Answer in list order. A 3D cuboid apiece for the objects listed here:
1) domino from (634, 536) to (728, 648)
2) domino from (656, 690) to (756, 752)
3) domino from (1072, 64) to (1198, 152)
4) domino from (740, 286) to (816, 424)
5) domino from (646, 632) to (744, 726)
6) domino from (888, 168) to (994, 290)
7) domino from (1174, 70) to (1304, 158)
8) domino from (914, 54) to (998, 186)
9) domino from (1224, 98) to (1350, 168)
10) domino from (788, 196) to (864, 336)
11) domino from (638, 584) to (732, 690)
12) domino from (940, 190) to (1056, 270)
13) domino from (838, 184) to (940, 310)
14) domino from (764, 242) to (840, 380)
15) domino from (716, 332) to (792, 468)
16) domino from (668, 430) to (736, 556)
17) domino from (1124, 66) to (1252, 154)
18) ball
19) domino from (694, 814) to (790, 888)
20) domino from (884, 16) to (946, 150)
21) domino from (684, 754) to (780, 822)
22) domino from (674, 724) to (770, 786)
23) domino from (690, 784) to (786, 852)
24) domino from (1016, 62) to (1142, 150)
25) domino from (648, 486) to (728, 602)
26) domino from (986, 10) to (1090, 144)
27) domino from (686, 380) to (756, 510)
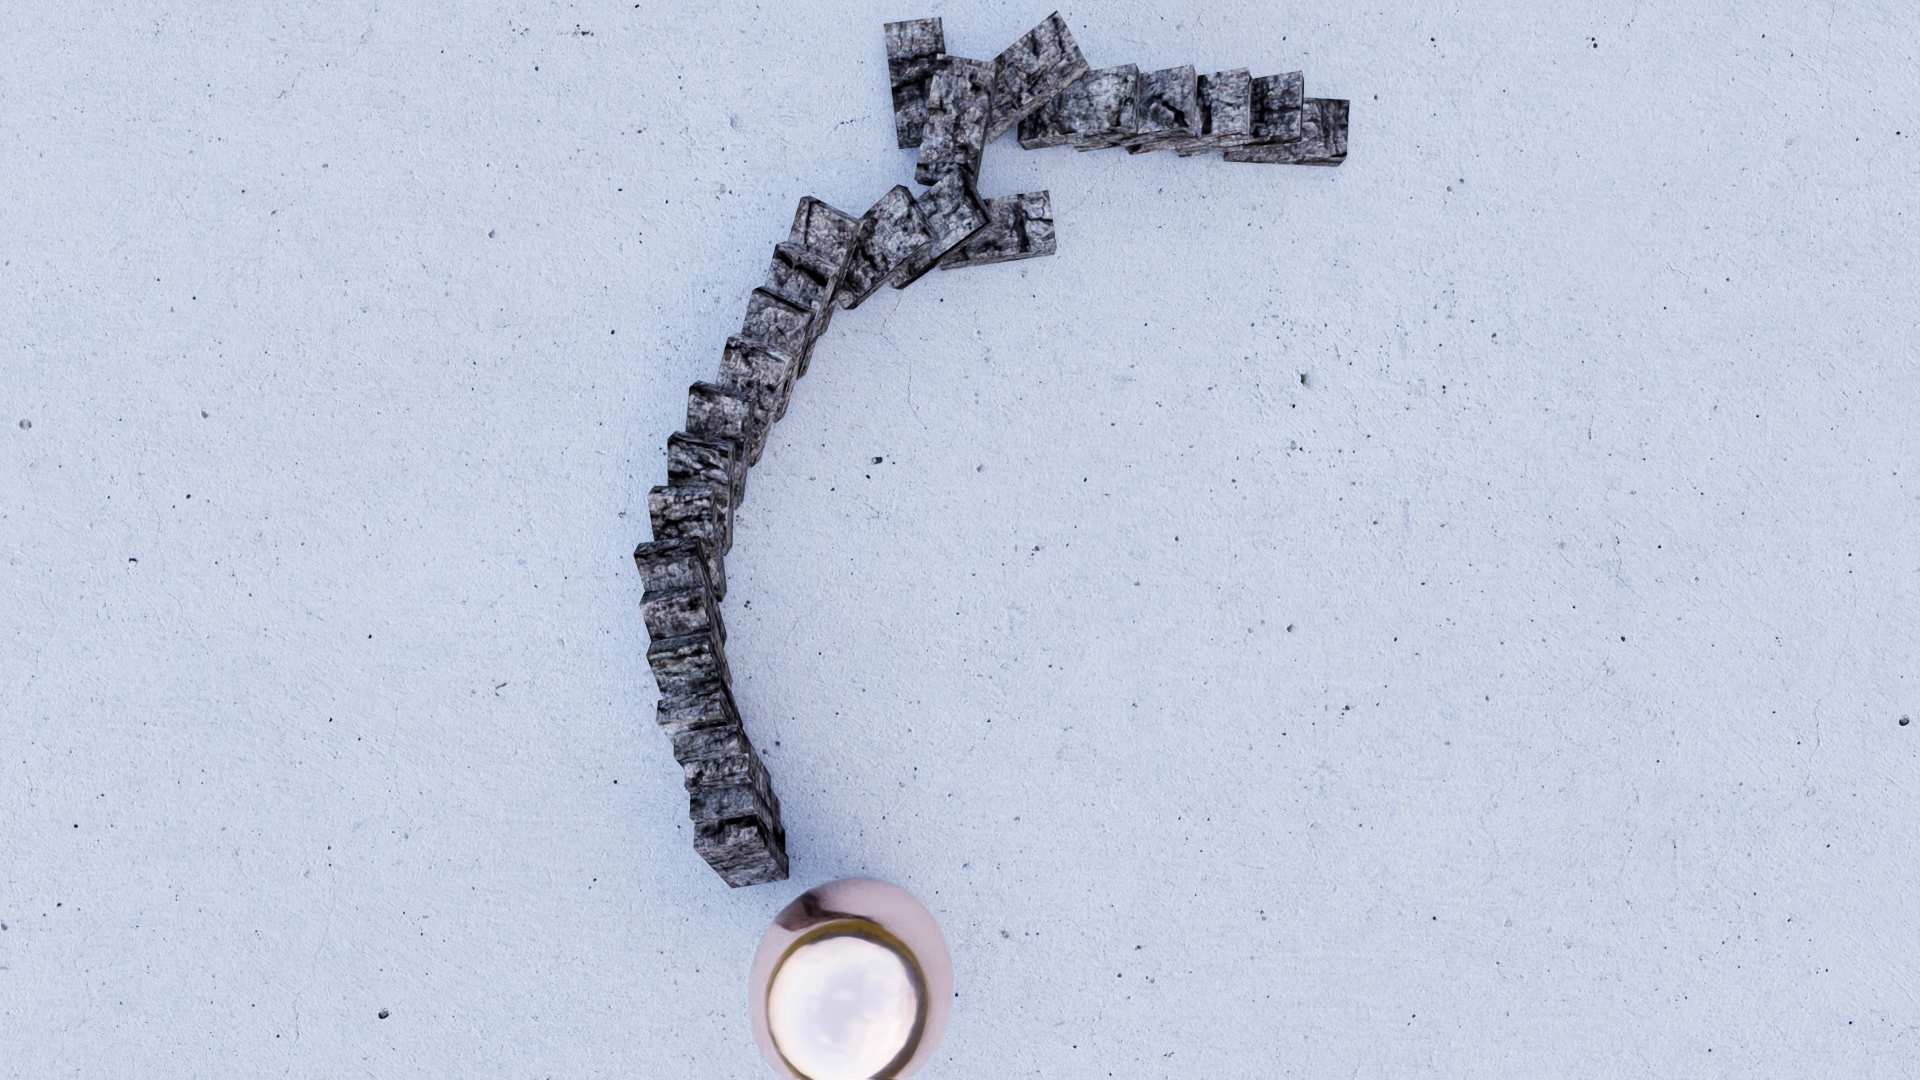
[{"bbox_3d":[-0.117,0.024,0.384,0.025,0.009,0.050,-7,118,0],"label":"domino"},{"bbox_3d":[-0.104,0.081,0.378,0.025,0.050,0.010,-10,49,0],"label":"domino"},{"bbox_3d":[0.073,-0.181,0.385,0.050,0.010,0.025,3,90,26],"label":"domino"},{"bbox_3d":[-0.080,-0.077,0.384,0.025,0.010,0.050,25,118,2],"label":"domino"},{"bbox_3d":[-0.110,0.063,0.384,0.025,0.009,0.050,-10,119,0],"label":"domino"},{"bbox_3d":[-0.013,-0.130,0.385,0.050,0.009,0.025,-28,89,25],"label":"domino"},{"bbox_3d":[0.117,-0.178,0.385,0.050,0.010,0.025,3,90,26],"label":"domino"},{"bbox_3d":[-0.001,-0.174,0.384,0.025,0.010,0.050,13,99,6],"label":"domino"},{"bbox_3d":[0.141,-0.176,0.395,0.050,0.010,0.025,3,90,0],"label":"domino"},{"bbox_3d":[-0.061,-0.114,0.383,0.025,0.009,0.050,27,118,3],"label":"domino"},{"bbox_3d":[-0.114,0.044,0.384,0.025,0.009,0.050,-7,118,0],"label":"domino"},{"bbox_3d":[0.015,-0.133,0.395,0.050,0.009,0.025,-8,90,0],"label":"domino"},{"bbox_3d":[-0.036,-0.122,0.385,0.050,0.009,0.025,-33,90,25],"label":"domino"},{"bbox_3d":[-0.070,-0.095,0.383,0.025,0.009,0.050,25,118,3],"label":"domino"},{"bbox_3d":[-0.090,-0.058,0.384,0.025,0.009,0.050,25,118,0],"label":"domino"},{"bbox_3d":[-0.108,-0.019,0.384,0.025,0.010,0.050,9,119,0],"label":"domino"},{"bbox_3d":[0.095,-0.179,0.385,0.050,0.010,0.025,3,90,26],"label":"domino"},{"bbox_3d":[-0.043,0.175,0.360,0.080,0.080,0.080,0,90,0],"label":"ball"},{"bbox_3d":[-0.089,0.129,0.378,0.025,0.050,0.010,-10,52,0],"label":"domino"},{"bbox_3d":[-0.017,-0.197,0.395,0.025,0.010,0.050,-7,90,0],"label":"domino"},{"bbox_3d":[-0.093,0.105,0.378,0.025,0.050,0.010,-10,52,0],"label":"domino"},{"bbox_3d":[-0.097,0.093,0.378,0.025,0.050,0.009,-10,52,0],"label":"domino"},{"bbox_3d":[-0.091,0.117,0.378,0.025,0.050,0.009,-10,52,0],"label":"domino"},{"bbox_3d":[0.050,-0.181,0.385,0.050,0.009,0.025,3,90,25],"label":"domino"},{"bbox_3d":[-0.114,0.002,0.384,0.025,0.009,0.050,1,118,0],"label":"domino"},{"bbox_3d":[0.027,-0.194,0.385,0.050,0.010,0.025,-29,81,22],"label":"domino"},{"bbox_3d":[-0.102,-0.039,0.384,0.025,0.010,0.050,15,119,0],"label":"domino"}]
